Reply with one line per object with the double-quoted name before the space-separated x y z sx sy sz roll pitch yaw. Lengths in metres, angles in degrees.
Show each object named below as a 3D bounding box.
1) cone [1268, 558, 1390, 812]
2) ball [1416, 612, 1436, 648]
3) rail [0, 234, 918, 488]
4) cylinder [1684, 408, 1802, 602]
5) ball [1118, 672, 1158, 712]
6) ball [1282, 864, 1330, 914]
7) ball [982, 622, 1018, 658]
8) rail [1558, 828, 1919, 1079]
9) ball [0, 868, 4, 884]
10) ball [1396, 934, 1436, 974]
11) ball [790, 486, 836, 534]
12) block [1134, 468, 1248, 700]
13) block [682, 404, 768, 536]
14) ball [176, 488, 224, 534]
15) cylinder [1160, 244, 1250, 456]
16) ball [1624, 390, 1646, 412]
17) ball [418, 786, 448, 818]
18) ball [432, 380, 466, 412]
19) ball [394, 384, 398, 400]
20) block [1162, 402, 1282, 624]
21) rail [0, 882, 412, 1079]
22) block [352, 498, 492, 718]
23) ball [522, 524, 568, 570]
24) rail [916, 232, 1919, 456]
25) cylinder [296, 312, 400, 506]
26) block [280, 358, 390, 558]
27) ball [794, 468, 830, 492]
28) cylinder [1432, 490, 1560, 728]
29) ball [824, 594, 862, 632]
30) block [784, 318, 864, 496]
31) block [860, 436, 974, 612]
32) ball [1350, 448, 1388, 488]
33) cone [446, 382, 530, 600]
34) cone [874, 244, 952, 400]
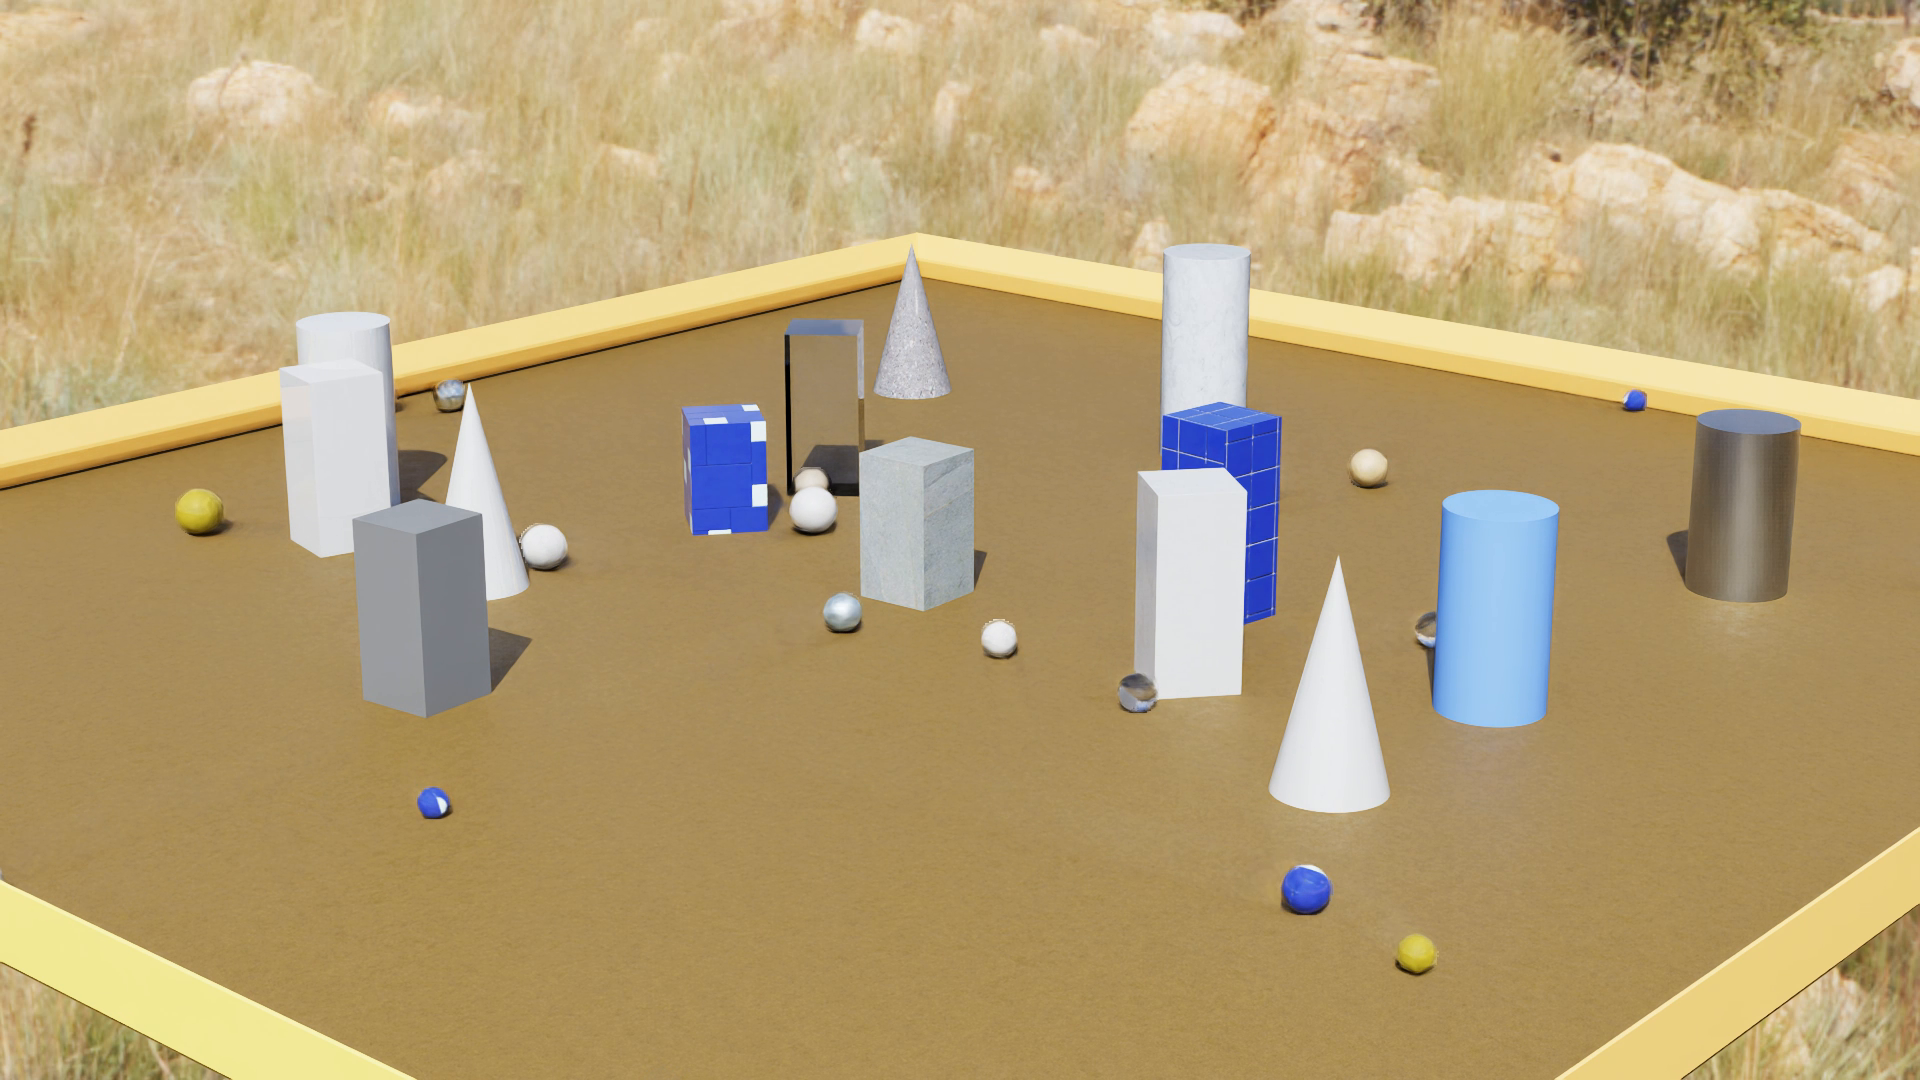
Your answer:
"cone" 0.533 0.191 4.178 0.175 0.354 0.175 0 17 0
"ball" 0.780 0.147 4.826 0.060 0.060 0.060 0 17 0
"rail" -1.370 -0.317 6.261 0.045 0.114 3.892 14 22 39
"cylinder" 1.360 -0.061 5.099 0.175 0.300 0.175 0 17 0
"ball" 0.274 0.235 4.535 0.061 0.061 0.061 0 17 0
"ball" 0.450 0.454 3.811 0.064 0.064 0.064 0 17 0
"ball" 0.064 0.163 4.780 0.058 0.058 0.058 0 17 0
"rail" 1.370 0.374 3.983 0.045 0.114 3.892 14 22 39
"ball" -1.285 0.446 3.826 0.070 0.070 0.070 0 17 0
"ball" 0.567 0.513 3.640 0.049 0.049 0.049 0 17 0
"ball" -0.273 -0.056 5.449 0.088 0.088 0.088 0 17 0
"block" 0.361 0.068 4.621 0.140 0.332 0.140 -3 17 -9
"block" -0.441 -0.133 5.492 0.140 0.210 0.140 -3 17 -11
"ball" -1.410 -0.053 5.441 0.085 0.085 0.085 0 17 0
"cylinder" 0.496 -0.378 5.942 0.175 0.418 0.175 0 17 0
"ball" 1.455 -0.301 6.324 0.047 0.047 0.047 0 17 0
"ball" -0.741 0.369 4.124 0.044 0.044 0.044 0 17 0
"ball" -1.102 -0.311 6.322 0.069 0.069 0.069 0 17 0
"ball" -1.252 -0.314 6.303 0.085 0.085 0.085 0 17 0
"block" 0.438 -0.040 4.949 0.140 0.348 0.140 -15 22 -40
"rail" -1.260 0.450 3.733 3.677 0.114 0.045 14 22 39
"block" -0.836 0.104 4.563 0.140 0.295 0.140 12 21 35
"ball" -0.742 0.013 5.234 0.081 0.081 0.081 0 17 0
"rail" 1.260 -0.393 6.511 3.677 0.114 0.045 14 22 39
"cylinder" -1.163 -0.239 5.580 0.175 0.361 0.175 0 17 0
"block" -1.139 -0.152 5.355 0.140 0.325 0.140 -11 20 -33
"ball" -0.285 -0.104 5.643 0.067 0.067 0.067 0 17 0
"cylinder" 0.823 0.104 4.510 0.175 0.326 0.175 0 17 0
"ball" -0.196 0.122 4.903 0.064 0.064 0.064 0 17 0
"block" -0.263 -0.259 5.717 0.140 0.320 0.140 1 17 3
"block" -0.074 -0.030 5.070 0.140 0.257 0.140 13 21 36
"ball" 0.802 -0.141 5.750 0.075 0.075 0.075 0 17 0
"cone" -0.844 -0.096 5.097 0.175 0.368 0.175 0 17 0
"cone" -0.106 -0.493 6.469 0.175 0.332 0.175 0 17 0
